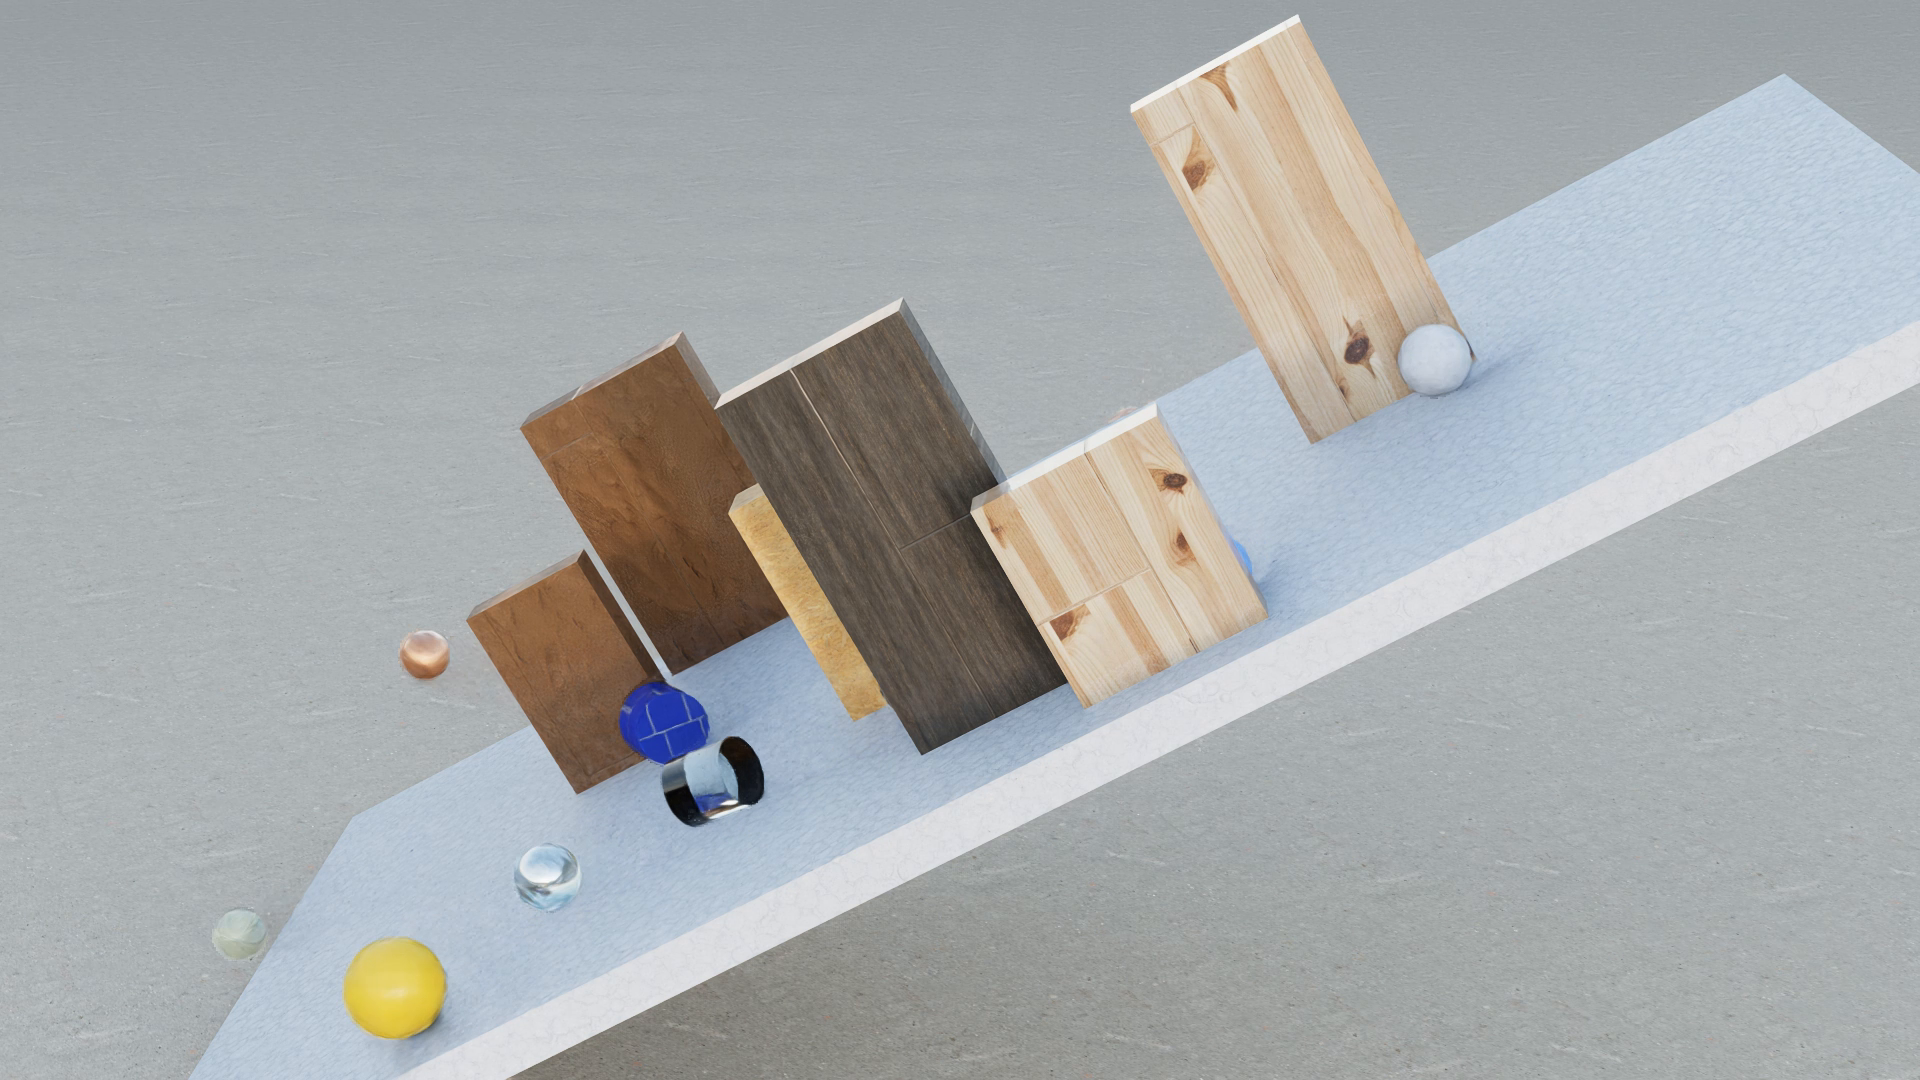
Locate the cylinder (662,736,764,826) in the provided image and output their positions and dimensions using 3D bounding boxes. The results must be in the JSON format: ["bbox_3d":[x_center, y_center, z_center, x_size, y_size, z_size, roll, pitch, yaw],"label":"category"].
[{"bbox_3d":[-0.499,0.489,5.956,0.147,0.147,0.147,-22,6,29],"label":"cylinder"}]

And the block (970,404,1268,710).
[{"bbox_3d":[0.292,0.032,5.360,0.380,0.432,0.087,-27,14,11],"label":"block"}]

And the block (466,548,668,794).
[{"bbox_3d":[-0.858,0.299,6.645,0.293,0.477,0.094,-27,14,11],"label":"block"}]

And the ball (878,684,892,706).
[{"bbox_3d":[-0.076,0.265,5.816,0.176,0.176,0.176,0,18,0],"label":"ball"}]

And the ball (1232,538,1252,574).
[{"bbox_3d":[0.475,0.060,5.491,0.143,0.143,0.143,0,18,0],"label":"ball"}]

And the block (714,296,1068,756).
[{"bbox_3d":[-0.090,-0.019,5.576,0.396,0.785,0.107,-27,14,11],"label":"block"}]

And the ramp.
[{"bbox_3d":[0.142,0.167,6.283,4.000,0.100,2.000,-27,14,11],"label":"ramp"}]

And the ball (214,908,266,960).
[{"bbox_3d":[-1.689,0.924,6.900,0.117,0.117,0.117,0,18,0],"label":"ball"}]

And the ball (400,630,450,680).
[{"bbox_3d":[-1.601,0.344,8.807,0.148,0.148,0.148,0,18,0],"label":"ball"}]

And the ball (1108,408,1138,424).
[{"bbox_3d":[0.444,-0.273,7.579,0.138,0.138,0.138,0,18,0],"label":"ball"}]

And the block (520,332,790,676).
[{"bbox_3d":[-0.684,-0.085,7.126,0.434,0.716,0.132,-27,14,11],"label":"block"}]

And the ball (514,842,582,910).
[{"bbox_3d":[-0.839,0.685,5.981,0.137,0.137,0.137,0,18,0],"label":"ball"}]

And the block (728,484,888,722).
[{"bbox_3d":[-0.223,0.081,6.056,0.270,0.513,0.131,-27,14,11],"label":"block"}]

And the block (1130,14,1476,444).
[{"bbox_3d":[0.710,-0.633,6.062,0.383,0.795,0.097,-27,14,11],"label":"block"}]

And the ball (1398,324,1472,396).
[{"bbox_3d":[0.963,-0.366,5.968,0.146,0.146,0.146,0,18,0],"label":"ball"}]

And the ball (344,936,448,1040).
[{"bbox_3d":[-1.100,0.873,5.732,0.199,0.199,0.199,0,18,0],"label":"ball"}]

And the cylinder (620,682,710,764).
[{"bbox_3d":[-0.656,0.407,6.518,0.163,0.163,0.163,-6,6,-19],"label":"cylinder"}]
